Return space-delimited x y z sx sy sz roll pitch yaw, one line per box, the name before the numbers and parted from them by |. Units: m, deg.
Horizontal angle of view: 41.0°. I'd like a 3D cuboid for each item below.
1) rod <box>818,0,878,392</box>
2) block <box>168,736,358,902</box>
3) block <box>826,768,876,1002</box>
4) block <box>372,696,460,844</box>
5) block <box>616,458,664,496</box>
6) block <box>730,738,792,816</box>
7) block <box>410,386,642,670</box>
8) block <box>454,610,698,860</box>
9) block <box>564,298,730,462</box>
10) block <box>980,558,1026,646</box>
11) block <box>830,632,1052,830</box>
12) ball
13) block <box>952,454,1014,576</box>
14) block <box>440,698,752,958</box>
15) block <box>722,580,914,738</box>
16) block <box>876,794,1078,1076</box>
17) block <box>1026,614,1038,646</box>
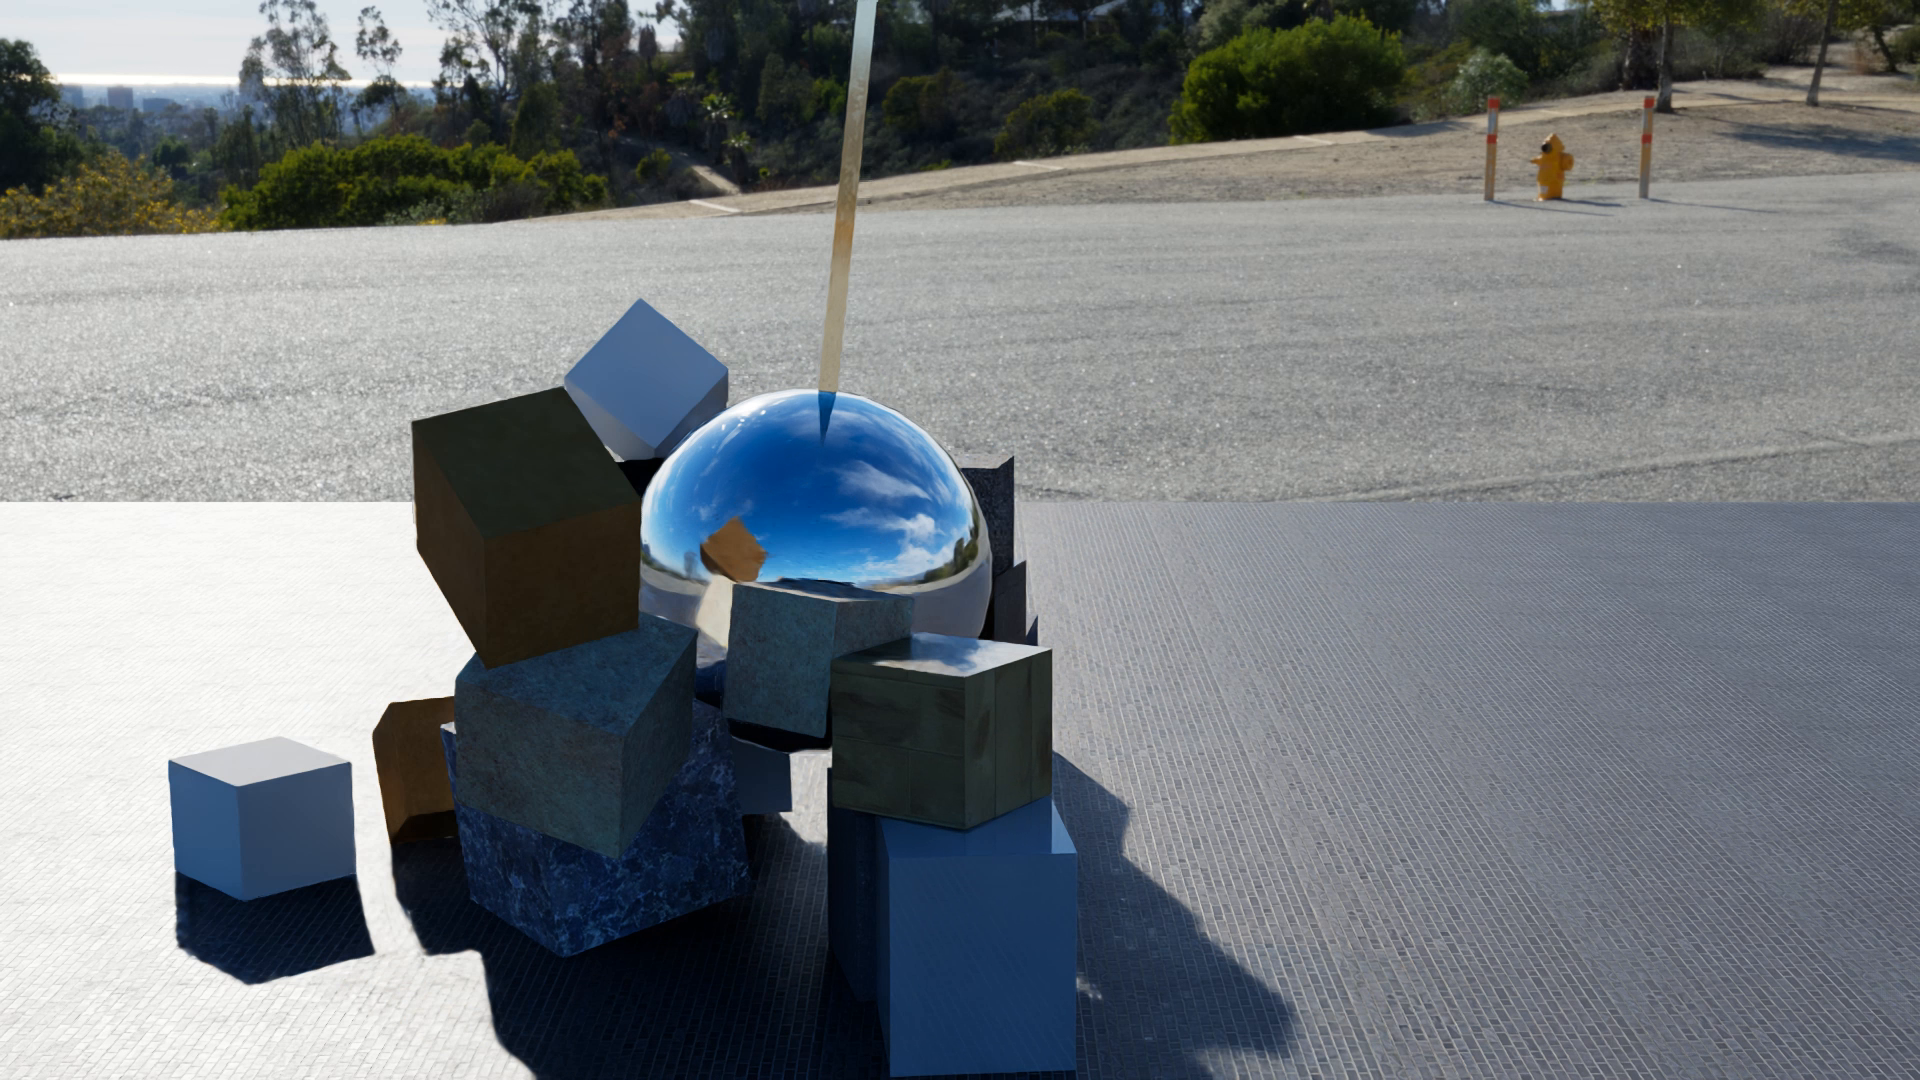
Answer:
rod | -0.285 -3.188 10.601 0.080 5.200 0.080 6 10 -1
block | -3.093 1.225 11.377 0.555 0.514 0.616 -11 15 -43
block | -0.095 1.332 10.191 0.760 0.734 0.721 -2 11 -12
block | -2.384 1.051 11.818 0.491 0.534 0.473 -5 -20 -25
block | -1.373 0.077 12.760 0.775 0.748 0.792 -5 -19 -8
block | -1.280 0.860 12.248 0.780 0.820 0.834 -3 3 -15
block | -1.650 -0.054 9.746 0.612 0.633 0.752 -16 45 -26
block | -1.480 0.683 9.910 0.692 0.661 0.652 18 40 11
block | -1.550 -0.733 12.733 0.574 0.555 0.520 39 -18 7
block | -0.016 0.360 12.688 0.552 0.473 0.537 3 11 18
block | -0.064 0.702 9.624 0.591 0.562 0.607 6 11 33
ball | -0.657 0.137 11.205 1.600 1.600 1.600 0 10 0
block | -0.023 -0.131 12.596 0.500 0.527 0.448 2 11 12
block | -1.536 1.127 10.808 0.888 0.795 0.907 -16 17 -31
block | -0.553 0.456 10.003 0.515 0.522 0.483 9 6 35
block | 0.046 1.433 9.431 0.663 0.806 0.768 -1 10 -5
block | 0.039 0.775 13.425 0.665 0.672 0.654 1 10 8
